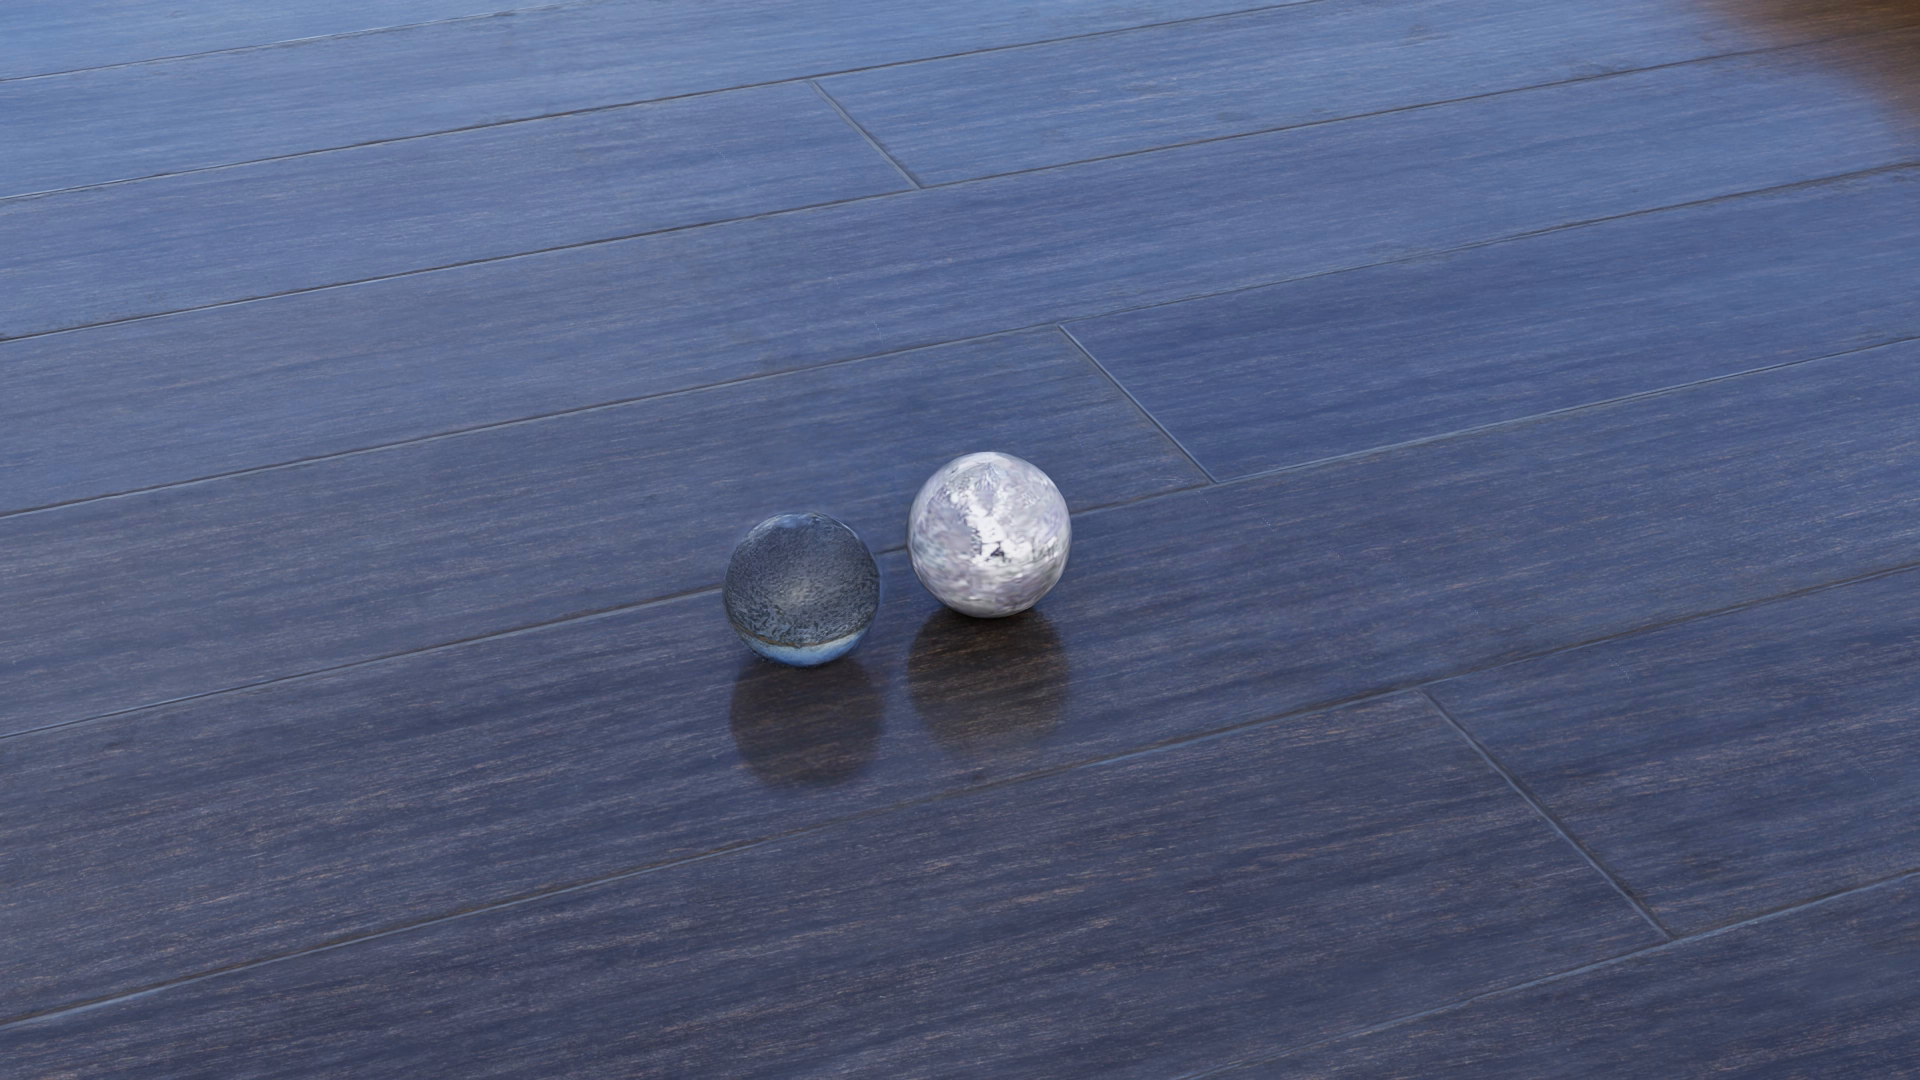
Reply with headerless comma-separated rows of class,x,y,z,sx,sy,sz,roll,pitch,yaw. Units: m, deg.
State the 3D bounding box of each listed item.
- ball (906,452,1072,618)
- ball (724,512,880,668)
ball,0.017,-0.003,1.702,0.097,0.097,0.097,0,30,0
ball,-0.089,0.028,1.657,0.088,0.088,0.088,0,30,0
